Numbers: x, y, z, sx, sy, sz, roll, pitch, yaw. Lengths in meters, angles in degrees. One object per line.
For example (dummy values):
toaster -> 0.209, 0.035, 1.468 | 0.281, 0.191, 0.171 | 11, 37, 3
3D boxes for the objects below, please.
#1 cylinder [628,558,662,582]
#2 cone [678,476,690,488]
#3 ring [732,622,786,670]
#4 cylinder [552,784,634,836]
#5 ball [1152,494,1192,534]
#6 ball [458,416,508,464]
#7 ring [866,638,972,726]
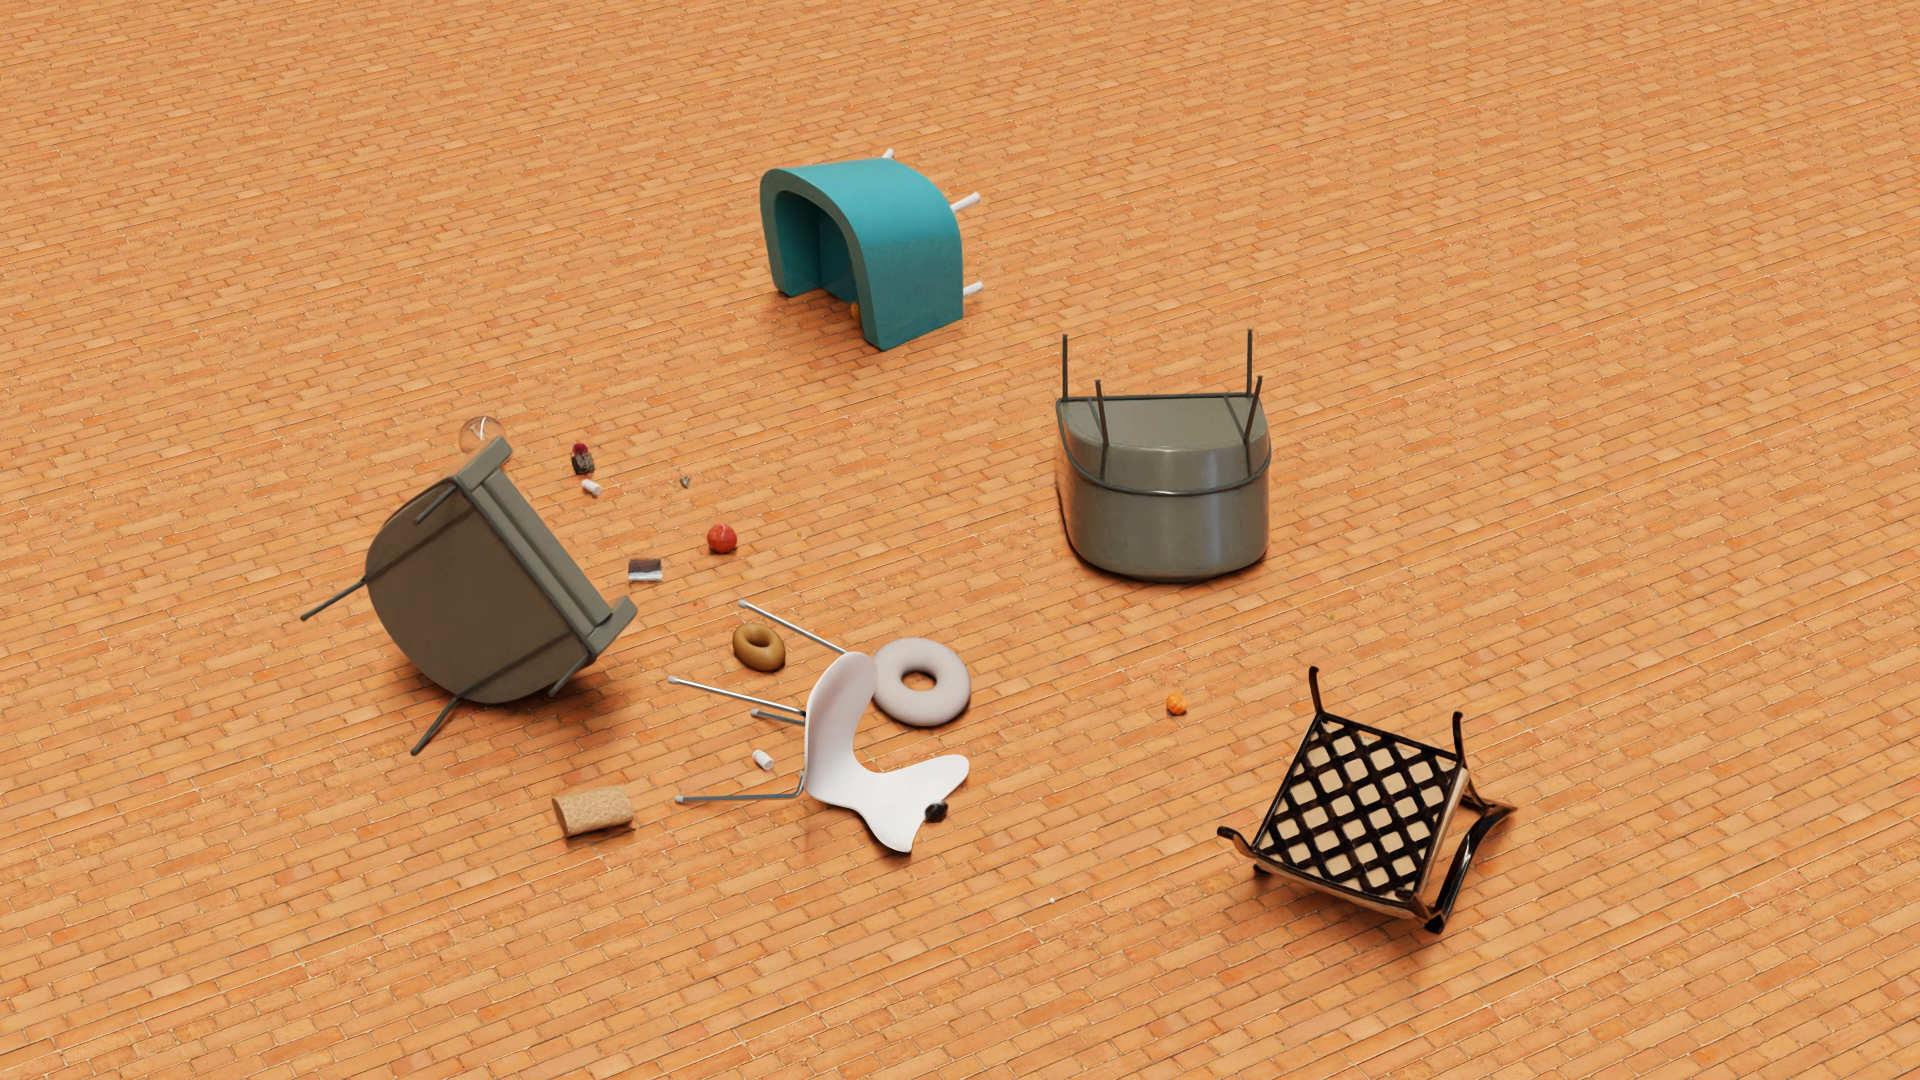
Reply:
cylinder -> -1.152, 0.108, 10.737 | 0.118, 0.046, 0.121 | -1, 39, -4
cone -> -1.049, -0.212, 11.252 | 0.049, 0.034, 0.049 | -3, 52, -27
ring -> -0.706, 0.375, 10.298 | 0.161, 0.088, 0.249 | -22, 38, -27
cylinder -> -1.191, 0.876, 9.517 | 0.217, 0.094, 0.235 | -12, 21, -17
ball -> 0.794, -0.094, 10.951 | 0.150, 0.150, 0.150 | 0, 33, 0
ball -> -1.849, -0.390, 11.367 | 0.186, 0.186, 0.186 | 0, 33, 0
ring -> -0.141, 0.487, 10.123 | 0.354, 0.092, 0.490 | -8, 34, -11
